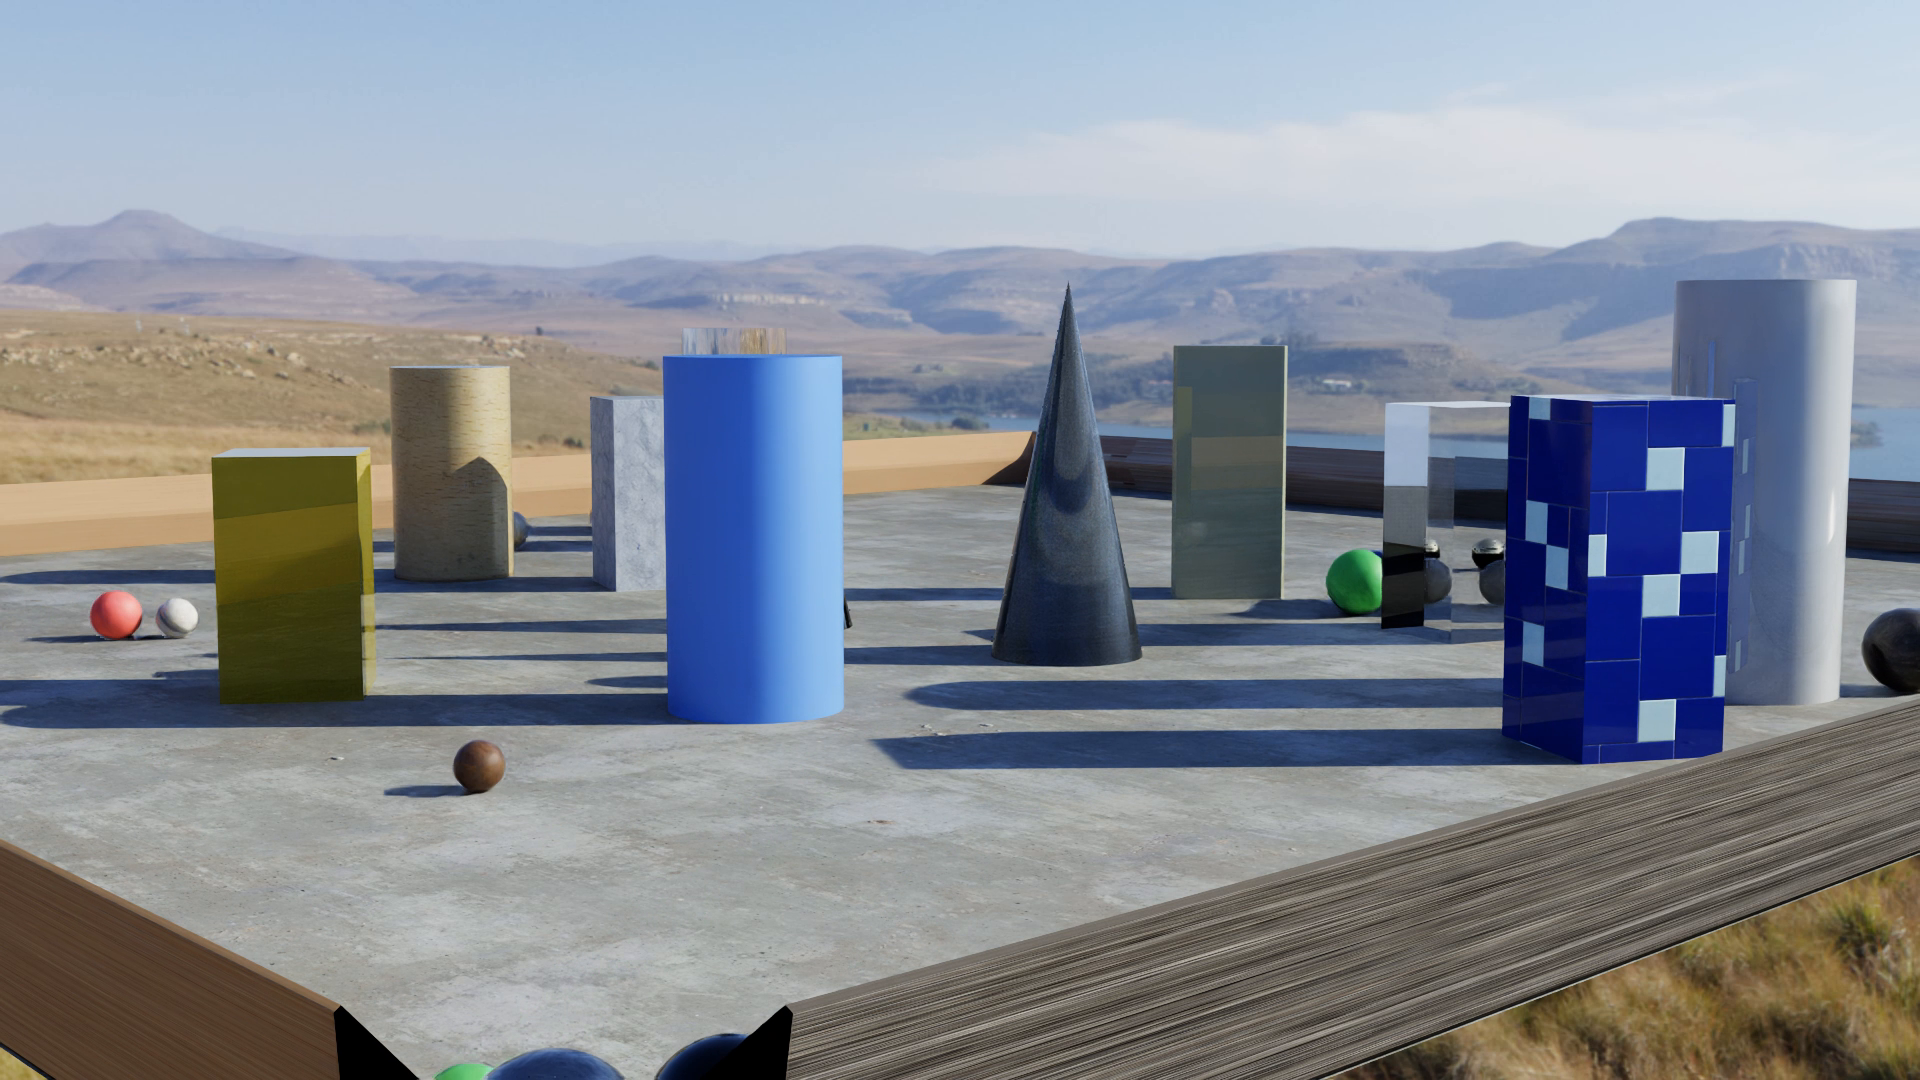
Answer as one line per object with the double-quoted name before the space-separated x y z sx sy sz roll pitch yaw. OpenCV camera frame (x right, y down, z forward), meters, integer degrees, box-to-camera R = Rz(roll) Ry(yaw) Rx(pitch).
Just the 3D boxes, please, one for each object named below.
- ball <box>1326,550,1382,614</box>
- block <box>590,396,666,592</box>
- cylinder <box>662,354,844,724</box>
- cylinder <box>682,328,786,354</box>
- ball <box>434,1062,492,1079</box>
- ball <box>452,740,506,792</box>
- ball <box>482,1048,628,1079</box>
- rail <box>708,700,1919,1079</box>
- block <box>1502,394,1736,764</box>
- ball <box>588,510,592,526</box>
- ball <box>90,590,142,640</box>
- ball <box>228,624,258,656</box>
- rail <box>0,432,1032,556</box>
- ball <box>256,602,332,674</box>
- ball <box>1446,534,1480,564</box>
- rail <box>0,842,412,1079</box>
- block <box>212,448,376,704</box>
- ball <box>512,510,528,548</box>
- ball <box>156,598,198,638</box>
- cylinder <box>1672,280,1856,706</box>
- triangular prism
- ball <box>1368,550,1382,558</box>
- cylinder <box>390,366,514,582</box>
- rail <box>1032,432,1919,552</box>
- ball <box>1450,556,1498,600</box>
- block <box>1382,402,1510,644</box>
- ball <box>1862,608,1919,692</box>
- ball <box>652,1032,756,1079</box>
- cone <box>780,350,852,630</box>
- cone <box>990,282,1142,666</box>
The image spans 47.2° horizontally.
"ball" 0.585 0.062 3.225 0.096 0.096 0.096 0 6 0
"block" -0.503 -0.080 3.578 0.158 0.304 0.158 -2 6 -22
"cylinder" -0.229 -0.007 2.451 0.197 0.394 0.197 0 6 0
"cylinder" -0.425 -0.194 4.157 0.197 0.411 0.197 0 6 0
"ball" -0.257 0.300 1.152 0.052 0.052 0.052 0 6 0
"ball" -0.446 0.209 2.042 0.048 0.048 0.048 0 6 0
"ball" -0.194 0.290 1.044 0.095 0.095 0.095 0 6 0
"rail" 1.114 0.159 2.131 3.590 0.128 0.045 -5 8 -42
"block" 0.667 0.033 2.240 0.158 0.357 0.158 -2 6 -15
"ball" -0.711 -0.046 4.404 0.064 0.064 0.064 0 6 0
"ball" -1.145 0.102 2.985 0.066 0.066 0.066 0 6 0
"ball" -0.925 0.129 2.844 0.042 0.042 0.042 0 6 0
"rail" -1.114 -0.092 4.533 3.590 0.128 0.045 -5 8 -42
"ball" -0.818 0.120 2.700 0.089 0.089 0.089 0 6 0
"ball" 0.881 0.017 3.851 0.056 0.056 0.056 0 6 0
"rail" -1.302 0.158 2.137 0.045 0.128 3.334 -5 8 -42
"block" -0.774 0.037 2.568 0.158 0.281 0.158 -1 6 -9
"ball" -0.842 -0.019 4.100 0.075 0.075 0.075 0 6 0
"ball" -1.068 0.106 2.999 0.054 0.054 0.054 0 6 0
"cylinder" 0.927 -0.061 2.559 0.197 0.478 0.197 0 6 0
"triangular prism" 0.416 -0.111 3.460 0.171 0.391 0.148 0 6 1
"ball" 0.635 0.056 3.356 0.081 0.081 0.081 0 6 0
"cylinder" -0.851 -0.115 3.689 0.197 0.351 0.197 0 6 0
"rail" 1.302 -0.091 4.527 0.045 0.128 3.334 -5 8 -42
"ball" 0.790 0.058 3.382 0.070 0.070 0.070 0 6 0
"block" 0.695 -0.028 3.027 0.158 0.317 0.158 -3 7 -24
"ball" 1.110 0.128 2.577 0.099 0.099 0.099 0 6 0
"ball" -0.115 0.289 1.090 0.087 0.087 0.087 0 6 0
"cone" -0.251 -0.073 3.099 0.197 0.390 0.197 0 6 0
"cone" 0.138 -0.091 2.829 0.197 0.483 0.197 0 6 0
